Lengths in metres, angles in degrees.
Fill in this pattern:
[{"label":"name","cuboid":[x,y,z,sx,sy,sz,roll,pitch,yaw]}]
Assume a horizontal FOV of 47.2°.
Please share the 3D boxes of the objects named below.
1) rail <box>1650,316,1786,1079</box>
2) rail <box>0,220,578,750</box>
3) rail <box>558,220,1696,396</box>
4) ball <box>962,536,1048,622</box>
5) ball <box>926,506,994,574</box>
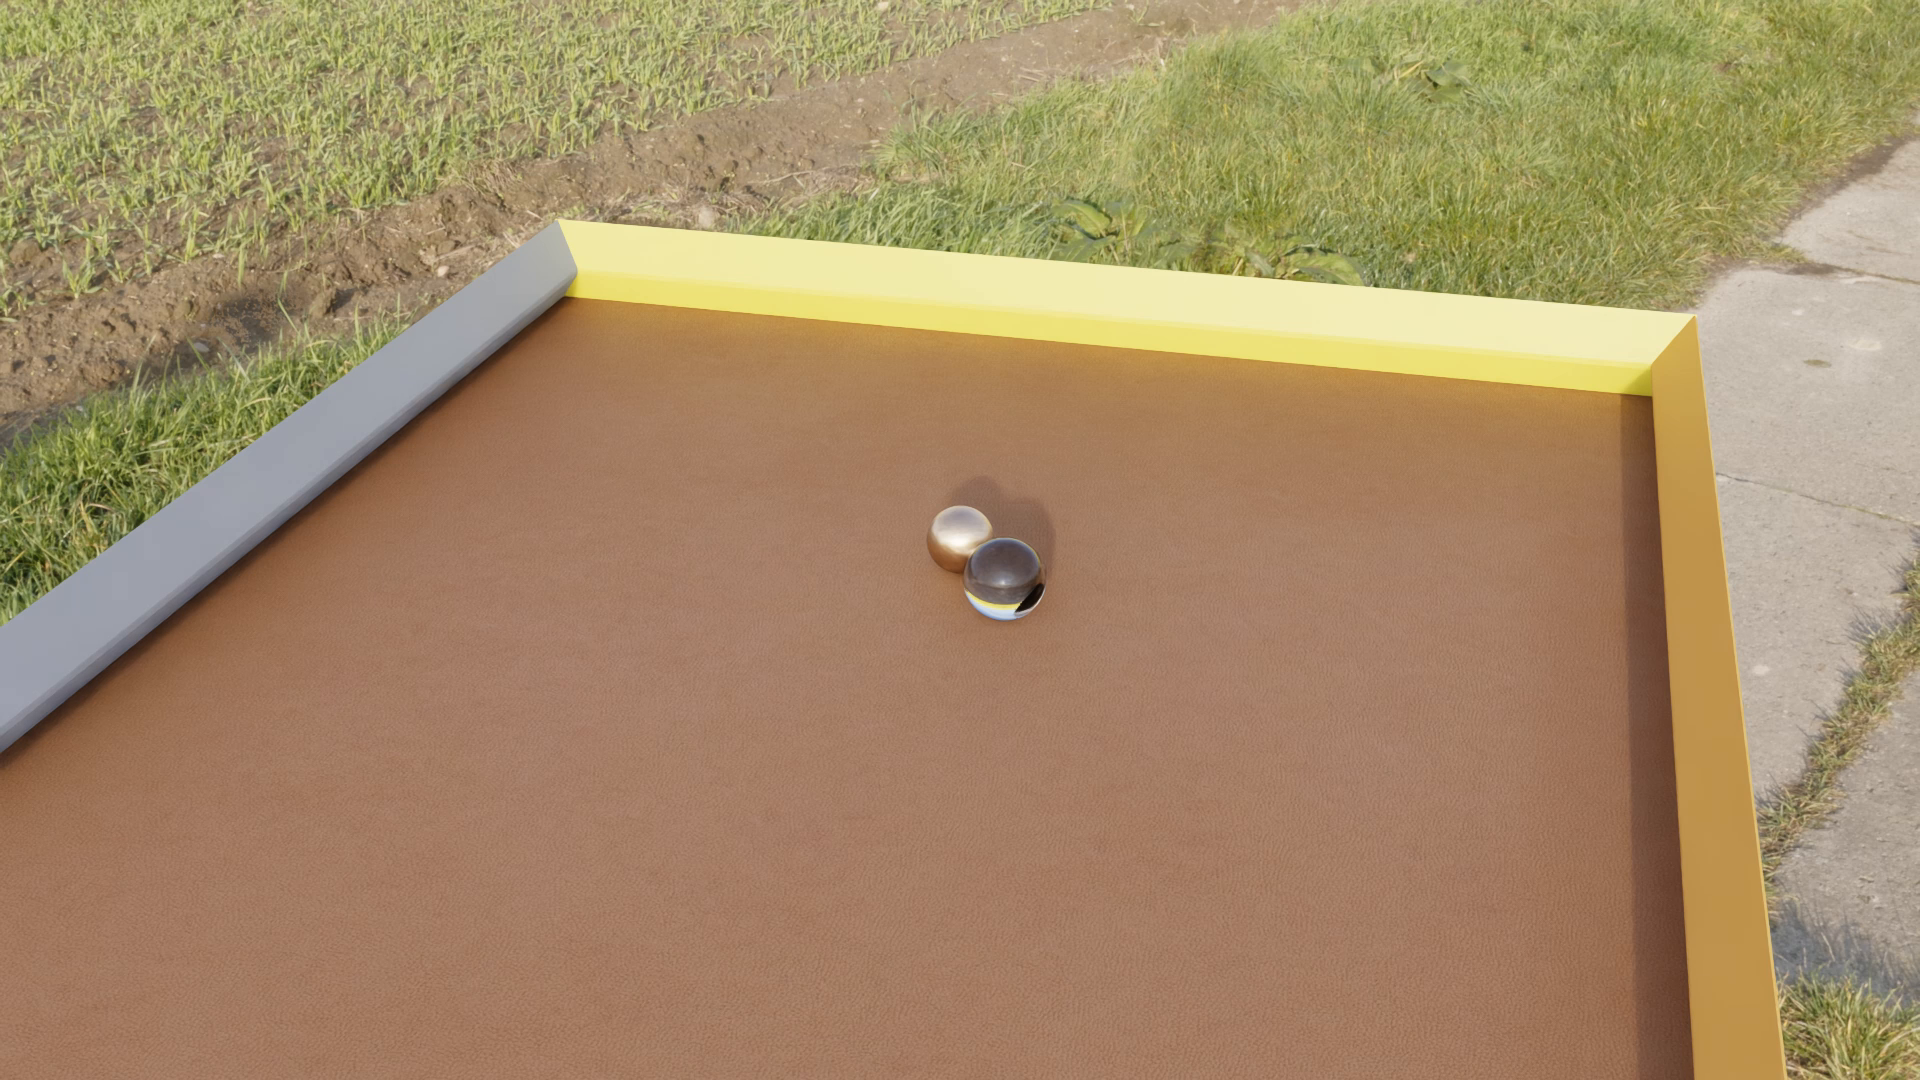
[{"label":"rail","cuboid":[0.511,0.346,1.461,0.045,0.105,2.649,7,27,13]},{"label":"rail","cuboid":[-0.843,0.191,1.776,0.045,0.105,2.649,7,27,13]},{"label":"rail","cuboid":[0.160,-0.287,2.749,1.445,0.105,0.045,7,27,13]},{"label":"ball","cuboid":[0.043,0.037,2.117,0.081,0.081,0.081,0,26,0]},{"label":"ball","cuboid":[0.001,0.000,2.209,0.069,0.069,0.069,0,26,0]}]
